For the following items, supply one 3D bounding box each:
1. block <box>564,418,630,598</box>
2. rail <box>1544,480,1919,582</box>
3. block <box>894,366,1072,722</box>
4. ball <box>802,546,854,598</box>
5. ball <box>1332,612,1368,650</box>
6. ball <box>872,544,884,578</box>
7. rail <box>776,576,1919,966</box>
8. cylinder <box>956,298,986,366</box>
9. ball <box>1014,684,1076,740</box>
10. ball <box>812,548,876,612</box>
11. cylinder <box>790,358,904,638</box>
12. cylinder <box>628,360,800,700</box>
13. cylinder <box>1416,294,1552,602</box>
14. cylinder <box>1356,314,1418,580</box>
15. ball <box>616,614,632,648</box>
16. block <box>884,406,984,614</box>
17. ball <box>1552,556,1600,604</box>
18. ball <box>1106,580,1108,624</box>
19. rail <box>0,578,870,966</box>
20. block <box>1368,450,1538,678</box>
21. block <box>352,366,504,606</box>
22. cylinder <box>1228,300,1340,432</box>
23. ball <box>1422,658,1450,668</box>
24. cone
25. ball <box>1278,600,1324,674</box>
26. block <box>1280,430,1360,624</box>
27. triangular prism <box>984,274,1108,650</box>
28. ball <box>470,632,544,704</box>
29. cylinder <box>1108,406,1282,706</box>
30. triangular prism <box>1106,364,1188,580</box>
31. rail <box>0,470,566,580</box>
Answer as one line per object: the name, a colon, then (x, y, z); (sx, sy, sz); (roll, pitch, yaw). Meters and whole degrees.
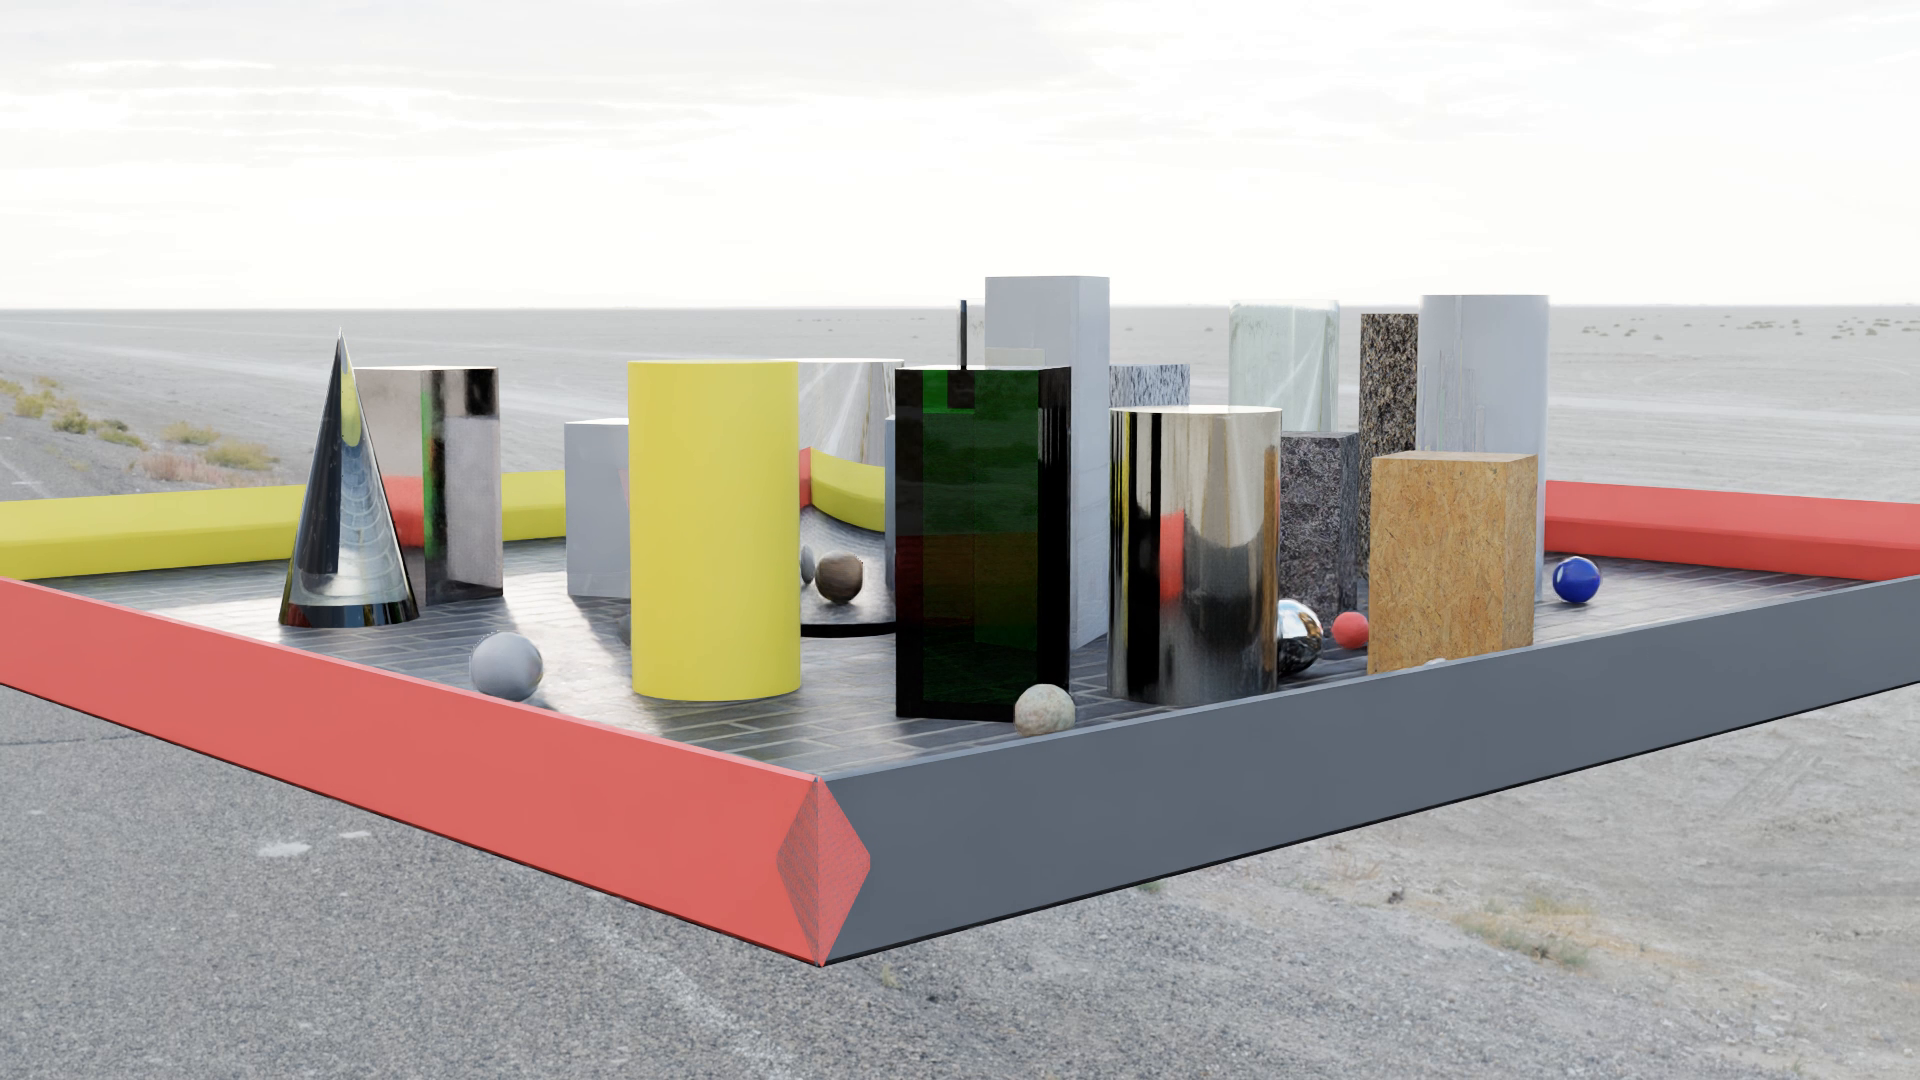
block: (-0.516, -0.053, 3.496); (0.160, 0.271, 0.160); (2, 6, 20)
rail: (0.958, -0.058, 4.211); (0.045, 0.130, 2.594); (-5, 8, -42)
block: (0.028, -0.001, 2.457); (0.160, 0.382, 0.160); (2, 6, 16)
ball: (-0.205, 0.049, 3.431); (0.081, 0.081, 0.081); (0, 6, 0)
ball: (0.517, 0.119, 2.904); (0.050, 0.050, 0.050); (0, 6, 0)
ball: (-0.111, 0.034, 3.643); (0.067, 0.067, 0.067); (0, 6, 0)
rail: (0.863, 0.131, 2.401); (2.654, 0.130, 0.045); (-5, 8, -42)
cylinder: (0.094, -0.155, 3.540); (0.200, 0.465, 0.200); (0, 6, 0)
ball: (0.088, 0.179, 2.261); (0.064, 0.064, 0.064); (0, 6, 0)
ball: (-0.171, 0.060, 3.260); (0.095, 0.095, 0.095); (0, 6, 0)
cylinder: (-0.177, -0.063, 3.085); (0.200, 0.376, 0.200); (0, 6, 0)
cylinder: (-0.290, -0.018, 2.600); (0.200, 0.386, 0.200); (0, 6, 0)
cylinder: (0.810, -0.146, 3.422); (0.200, 0.470, 0.200); (0, 6, 0)
cylinder: (0.768, -0.157, 3.677); (0.200, 0.440, 0.200); (0, 6, 0)
ball: (-0.432, 0.121, 2.914); (0.046, 0.046, 0.046); (0, 6, 0)
block: (-0.015, -0.049, 3.322); (0.160, 0.298, 0.160); (2, 6, 15)
ball: (0.944, 0.061, 3.364); (0.071, 0.071, 0.071); (0, 6, 0)
ball: (0.230, 0.086, 3.091); (0.077, 0.077, 0.077); (0, 6, 0)
rail: (-0.958, 0.125, 2.453); (0.045, 0.130, 2.594); (-5, 8, -42)
block: (0.596, 0.034, 2.656); (0.160, 0.271, 0.160); (3, 7, 27)
block: (-0.828, -0.089, 3.419); (0.160, 0.357, 0.160); (4, 7, 34)
cylinder: (0.591, -0.206, 4.029); (0.200, 0.465, 0.200); (0, 6, 0)
ball: (0.548, 0.160, 2.508); (0.051, 0.051, 0.051); (0, 6, 0)
cone: (-0.888, -0.097, 3.176); (0.200, 0.424, 0.200); (0, 6, 0)
ball: (0.399, 0.119, 2.700); (0.093, 0.093, 0.093); (0, 6, 0)
block: (0.492, -0.023, 3.234); (0.160, 0.265, 0.160); (2, 6, 20)
triangular prism: (0.147, -0.112, 2.994); (0.150, 0.491, 0.173); (-5, 8, -42)
ball: (-0.515, 0.145, 2.499); (0.082, 0.082, 0.082); (0, 6, 0)
cylinder: (0.272, 0.013, 2.566); (0.200, 0.332, 0.200); (0, 6, 0)
triangular prism: (0.225, -0.074, 3.227); (0.150, 0.367, 0.173); (4, 7, 36)
rail: (-0.863, -0.063, 4.263); (2.654, 0.130, 0.045); (-5, 8, -42)
